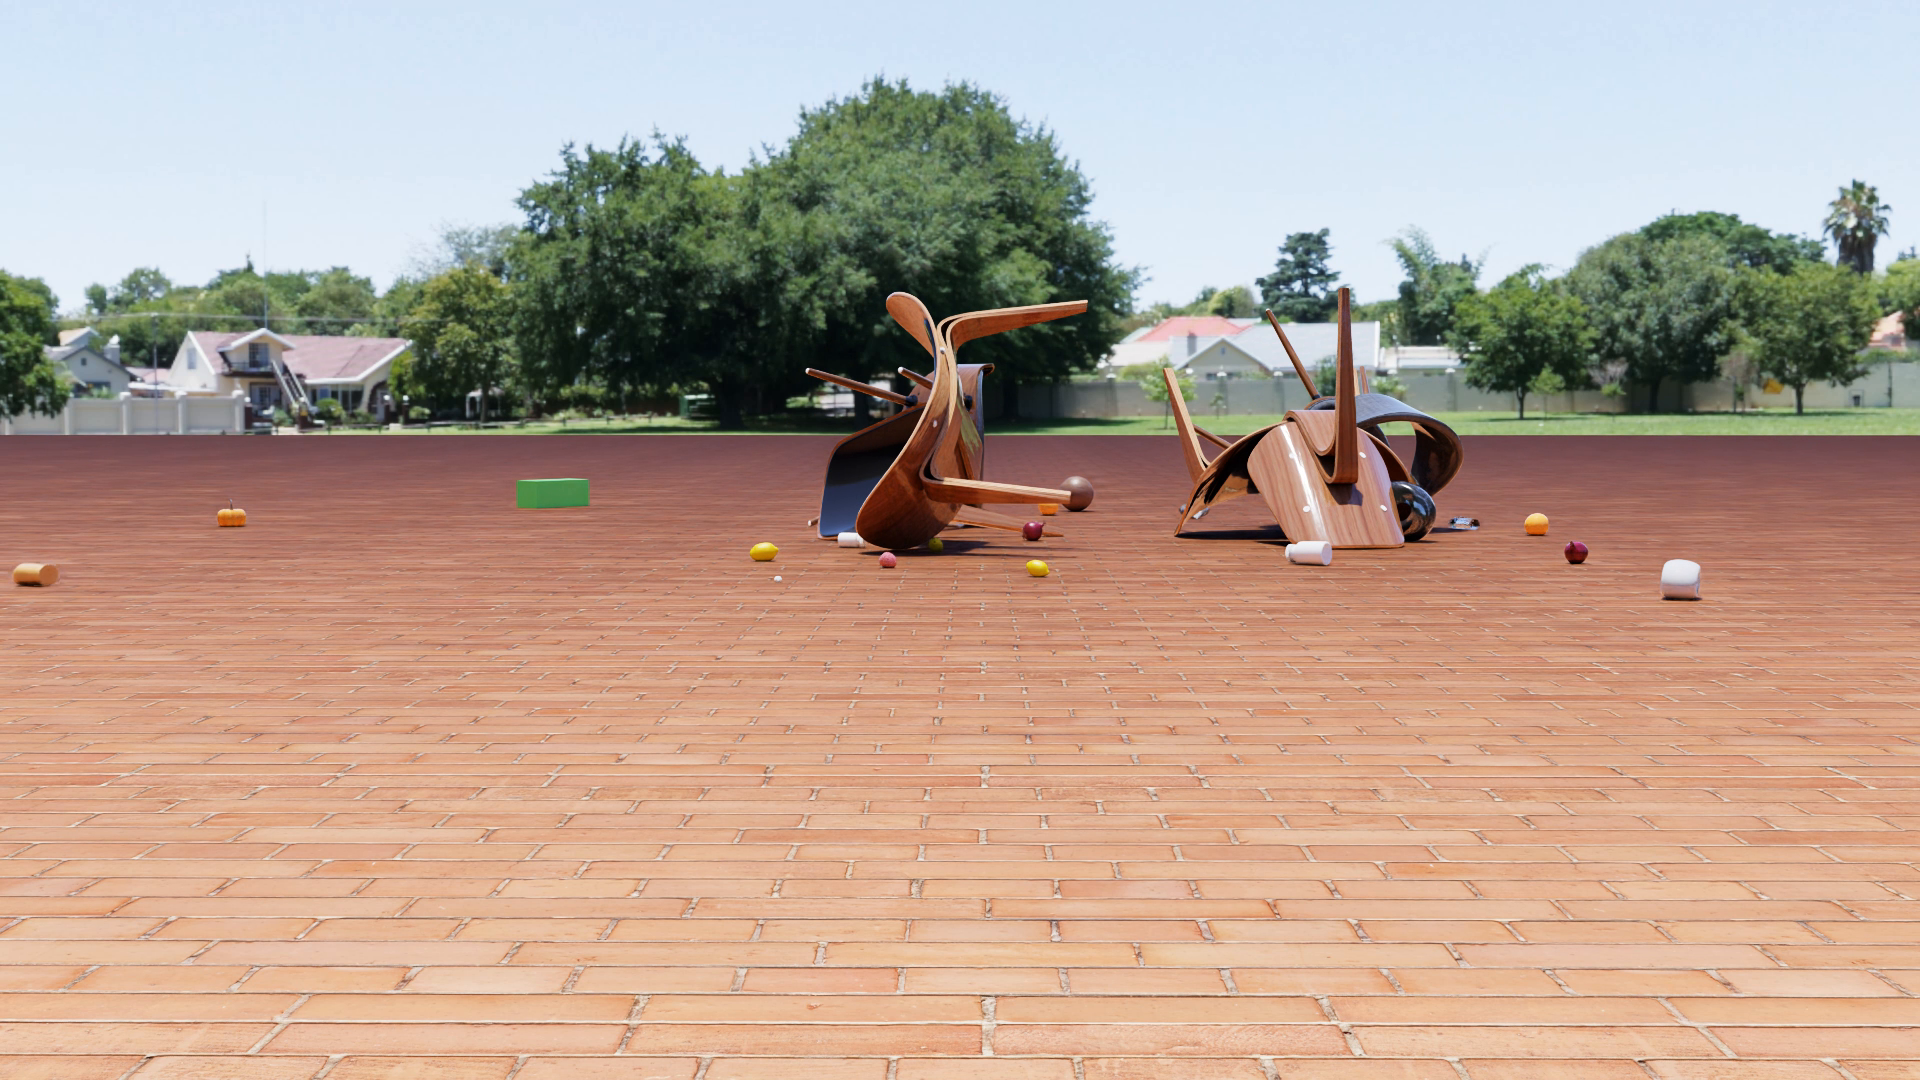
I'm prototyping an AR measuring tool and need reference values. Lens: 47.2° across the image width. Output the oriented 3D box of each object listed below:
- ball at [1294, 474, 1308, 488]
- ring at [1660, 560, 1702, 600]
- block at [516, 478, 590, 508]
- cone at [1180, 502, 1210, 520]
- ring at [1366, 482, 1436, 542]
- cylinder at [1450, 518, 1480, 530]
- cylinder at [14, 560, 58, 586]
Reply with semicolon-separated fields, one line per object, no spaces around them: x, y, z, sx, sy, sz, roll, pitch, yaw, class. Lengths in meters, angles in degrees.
1.541;-0.264;9.921;0.064;0.064;0.064;0;4;0;ball
1.543;0.086;4.708;0.074;0.083;0.121;7;20;23;ring
-1.553;-0.178;8.395;0.121;0.102;0.249;4;5;42;block
0.818;-0.088;7.631;0.108;0.059;0.069;1;27;-4;cone
1.302;-0.082;6.498;0.212;0.183;0.105;17;-5;33;ring
1.619;-0.052;7.058;0.058;0.034;0.073;-2;2;-42;cylinder
-2.113;0.080;5.028;0.075;0.047;0.061;21;25;26;cylinder
